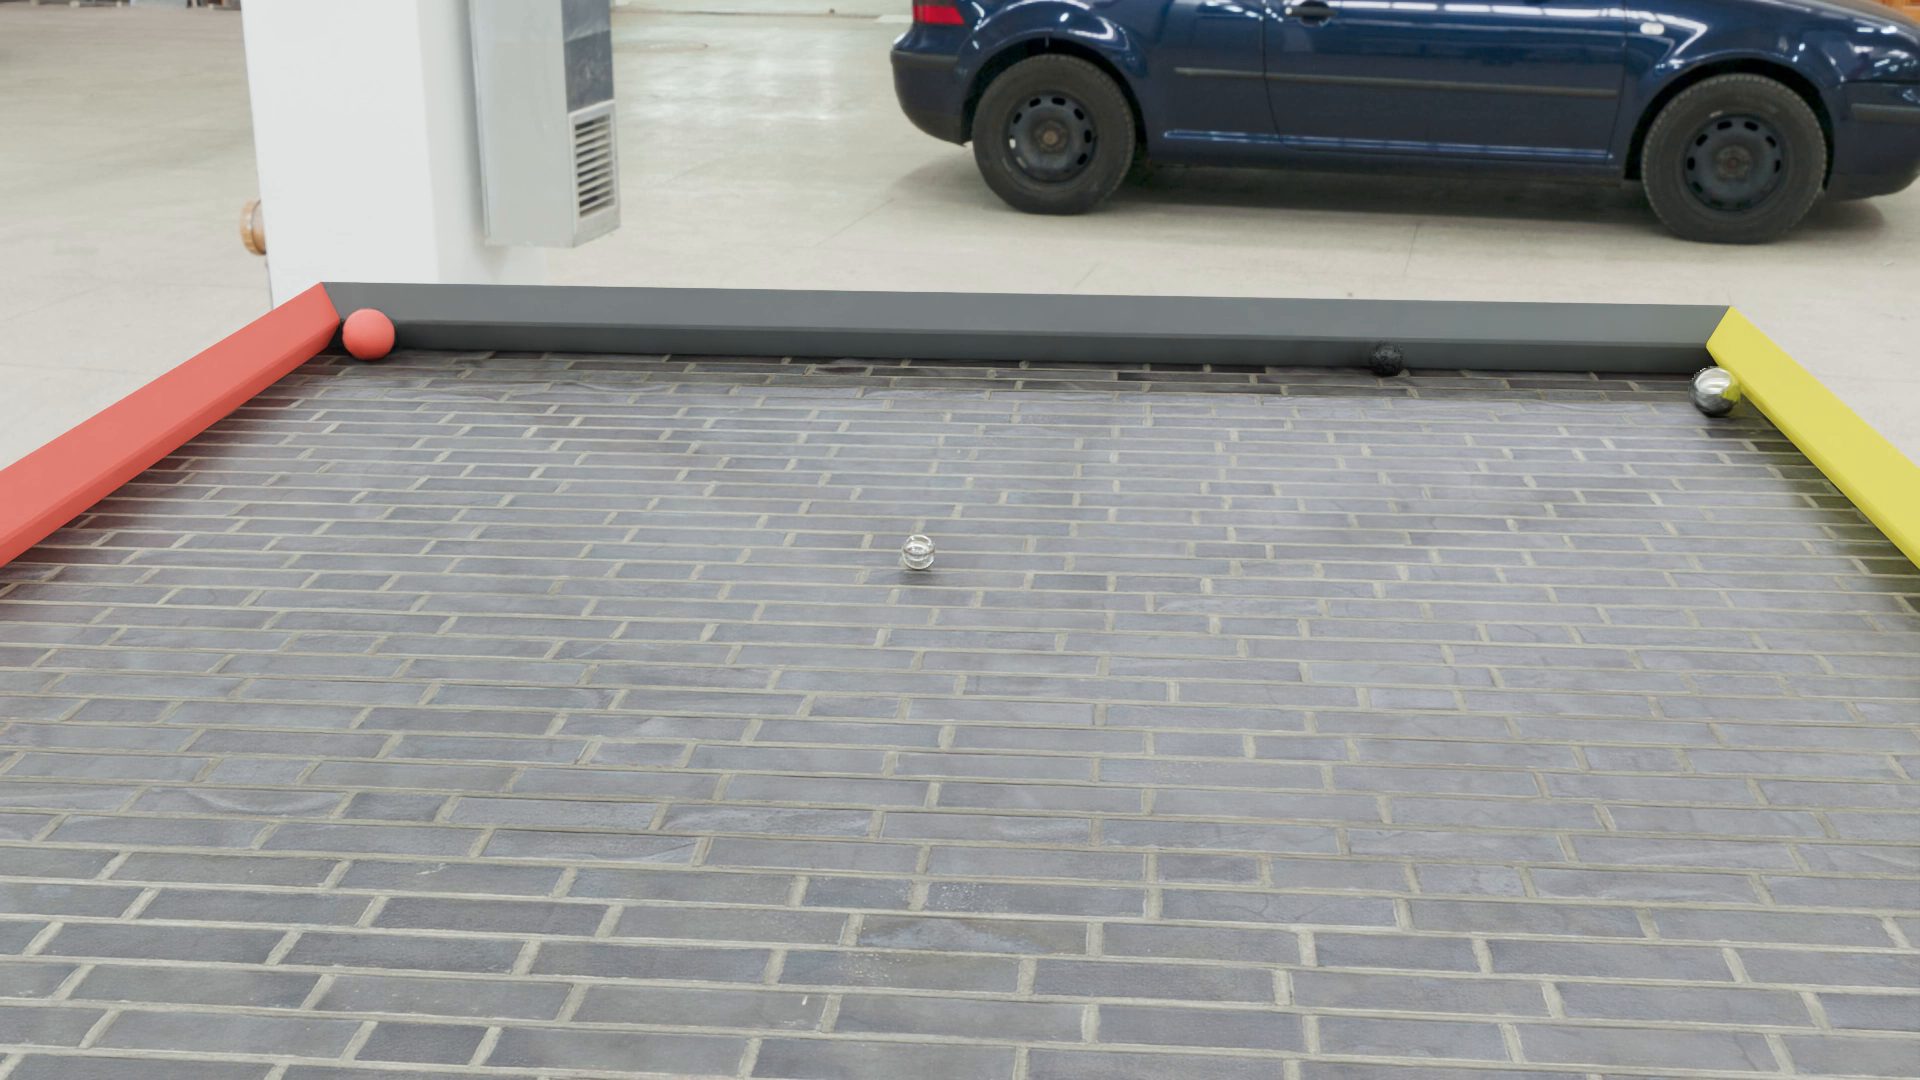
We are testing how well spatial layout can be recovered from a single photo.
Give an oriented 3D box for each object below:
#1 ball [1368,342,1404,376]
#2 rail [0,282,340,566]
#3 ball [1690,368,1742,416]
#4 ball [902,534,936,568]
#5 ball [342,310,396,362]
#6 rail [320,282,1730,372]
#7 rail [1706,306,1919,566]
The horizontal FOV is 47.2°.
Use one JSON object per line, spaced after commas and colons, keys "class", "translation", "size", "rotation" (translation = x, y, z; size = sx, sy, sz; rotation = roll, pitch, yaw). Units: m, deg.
{"class": "ball", "translation": [0.696, -0.295, 3.592], "size": [0.056, 0.056, 0.056], "rotation": [0, 19, 0]}
{"class": "rail", "translation": [-1.234, 0.282, 1.797], "size": [0.045, 0.113, 4.184], "rotation": [1, 19, 4]}
{"class": "ball", "translation": [1.156, -0.226, 3.362], "size": [0.073, 0.073, 0.073], "rotation": [0, 19, 0]}
{"class": "ball", "translation": [-0.050, 0.014, 2.699], "size": [0.043, 0.043, 0.043], "rotation": [0, 19, 0]}
{"class": "ball", "translation": [-0.992, -0.344, 3.688], "size": [0.087, 0.087, 0.087], "rotation": [0, 19, 0]}
{"class": "rail", "translation": [0.080, -0.351, 3.664], "size": [2.358, 0.113, 0.045], "rotation": [1, 19, 4]}
{"class": "rail", "translation": [1.070, 0.340, 1.625], "size": [0.045, 0.113, 4.184], "rotation": [1, 19, 4]}
